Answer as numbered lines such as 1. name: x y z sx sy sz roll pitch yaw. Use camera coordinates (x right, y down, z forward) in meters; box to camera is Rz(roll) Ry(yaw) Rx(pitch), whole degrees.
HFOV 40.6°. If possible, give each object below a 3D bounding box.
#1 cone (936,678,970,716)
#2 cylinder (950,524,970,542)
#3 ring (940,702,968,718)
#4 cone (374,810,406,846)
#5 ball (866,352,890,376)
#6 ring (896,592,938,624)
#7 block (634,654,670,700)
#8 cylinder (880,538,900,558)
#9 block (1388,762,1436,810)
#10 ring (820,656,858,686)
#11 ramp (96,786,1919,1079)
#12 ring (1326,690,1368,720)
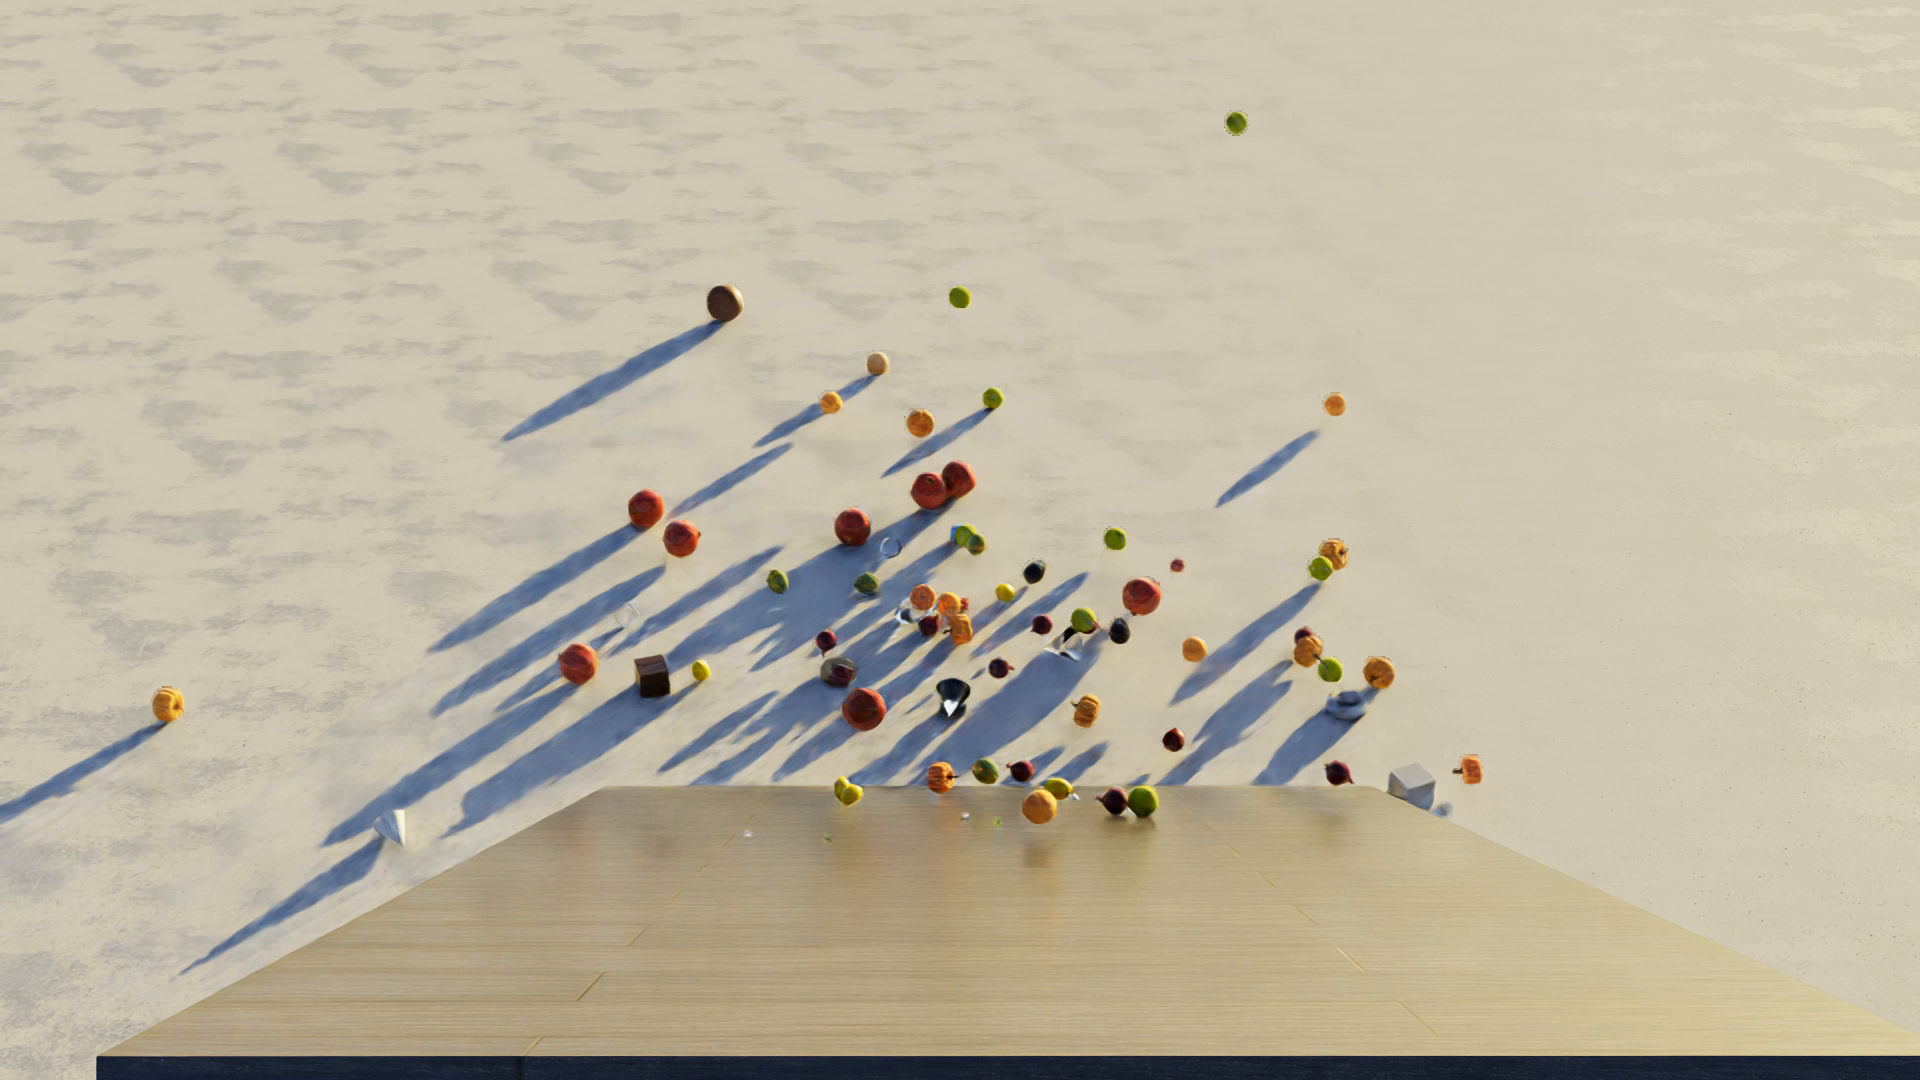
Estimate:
1. cone: -0.022 0.447 7.104 0.096 0.096 0.096 3 44 5
2. cylinder: 0.001 -0.022 7.879 0.052 0.052 0.052 -8 34 -12
3. ring: -0.018 0.464 7.168 0.078 0.026 0.078 4 29 -2
4. cone: -1.454 0.758 6.698 0.090 0.090 0.090 -21 57 -28
5. ball: -0.275 -0.592 8.715 0.077 0.077 0.077 0 34 0
6. ring: -0.125 0.197 7.522 0.137 0.046 0.137 -24 19 9
7. block: -0.860 0.382 7.245 0.081 0.081 0.081 -10 35 -14
8. cylinder: -0.208 0.022 7.788 0.057 0.057 0.057 -3 -4 -4
9. block: 1.188 0.654 6.830 0.087 0.087 0.087 -14 36 -20
10. ring: -0.342 0.369 7.302 0.105 0.035 0.105 1 41 -1
11. ramp: 0.074 0.647 4.777 2.000 0.100 4.000 0 -1 0
12. ring: 1.070 0.455 7.174 0.116 0.039 0.116 1 34 -1
